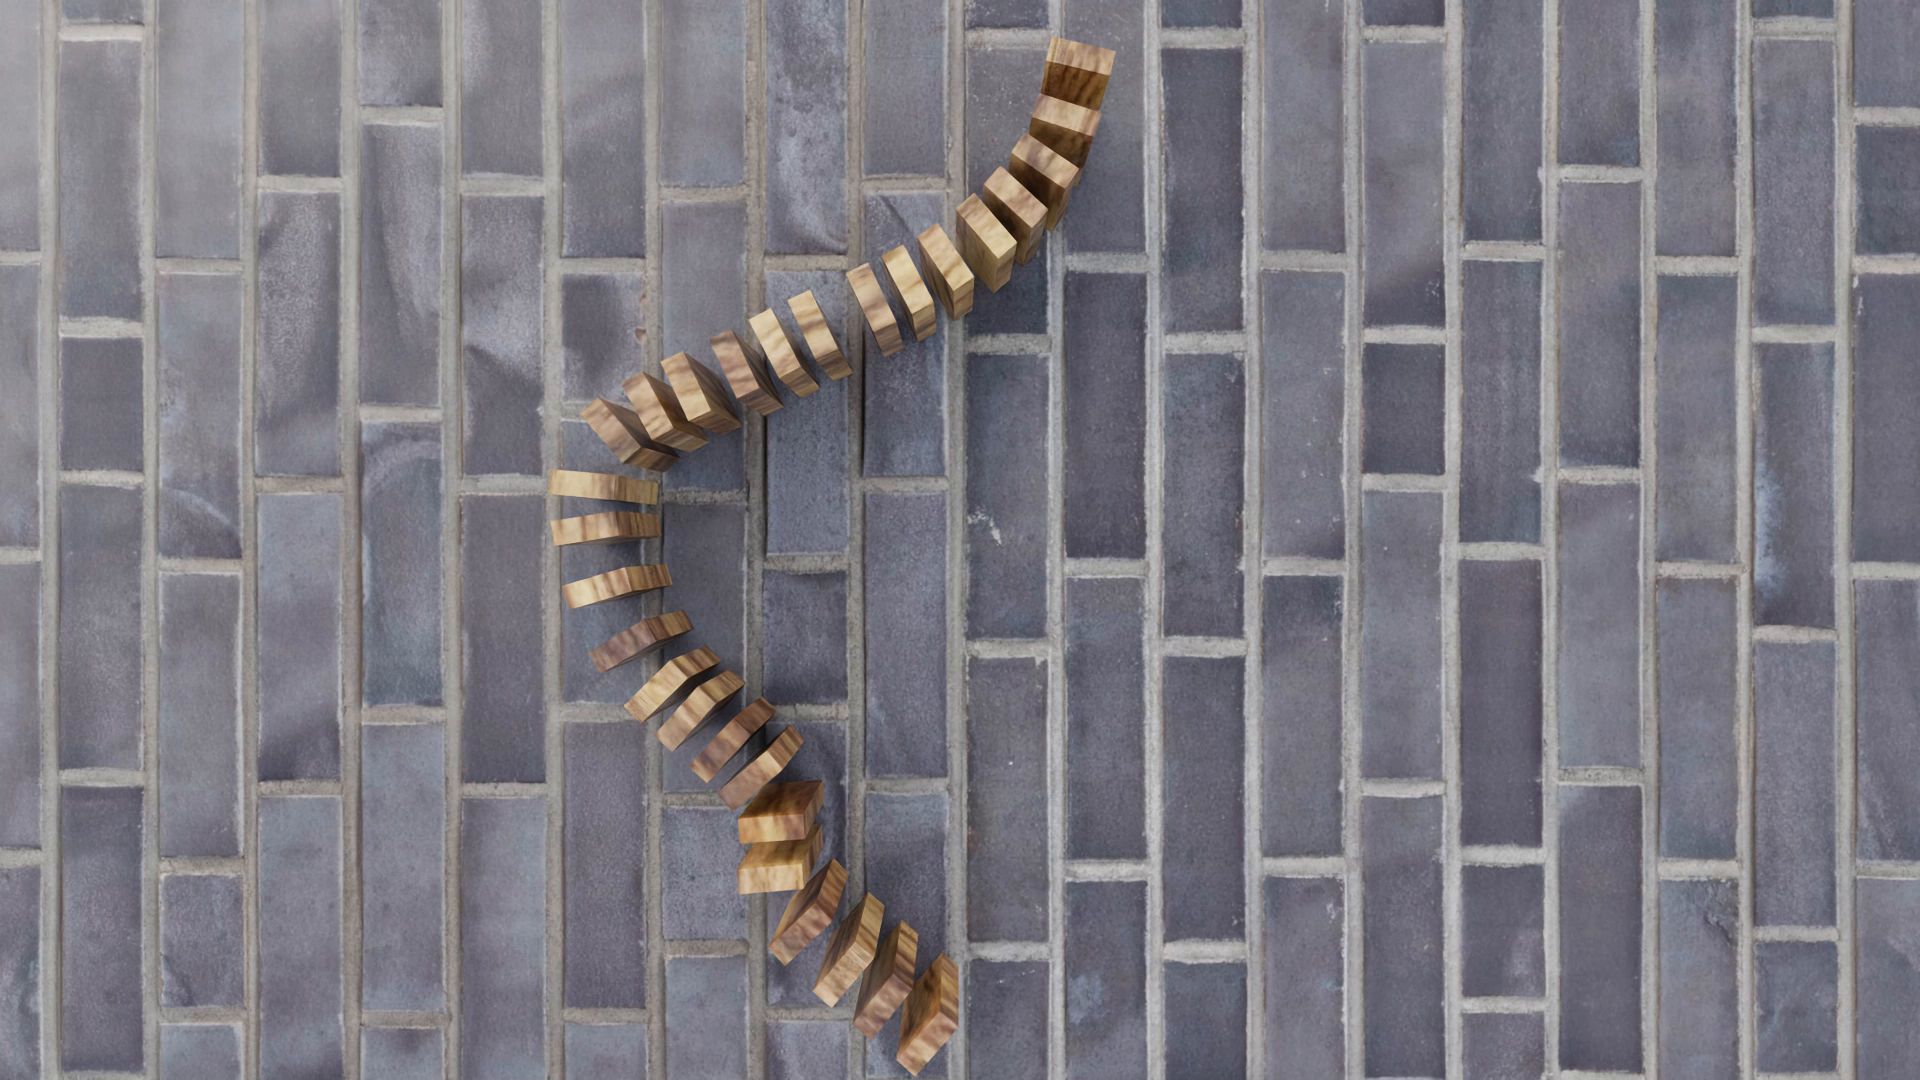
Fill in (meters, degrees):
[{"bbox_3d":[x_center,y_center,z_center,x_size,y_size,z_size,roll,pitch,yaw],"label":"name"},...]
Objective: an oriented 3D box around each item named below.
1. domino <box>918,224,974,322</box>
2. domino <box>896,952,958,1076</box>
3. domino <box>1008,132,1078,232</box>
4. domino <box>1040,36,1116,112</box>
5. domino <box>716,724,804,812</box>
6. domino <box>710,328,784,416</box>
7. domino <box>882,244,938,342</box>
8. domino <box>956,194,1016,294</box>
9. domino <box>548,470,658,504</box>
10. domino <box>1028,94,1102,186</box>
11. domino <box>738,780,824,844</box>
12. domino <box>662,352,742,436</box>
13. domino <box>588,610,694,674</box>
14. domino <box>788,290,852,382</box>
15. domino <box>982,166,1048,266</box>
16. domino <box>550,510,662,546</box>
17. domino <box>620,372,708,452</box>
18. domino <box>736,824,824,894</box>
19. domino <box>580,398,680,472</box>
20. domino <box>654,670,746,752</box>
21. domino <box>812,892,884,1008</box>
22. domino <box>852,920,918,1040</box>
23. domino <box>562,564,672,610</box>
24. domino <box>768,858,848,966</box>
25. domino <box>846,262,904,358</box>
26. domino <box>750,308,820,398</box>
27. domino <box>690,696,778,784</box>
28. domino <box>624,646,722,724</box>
[{"bbox_3d":[-0.005,-0.108,0.375,0.009,0.050,0.025,-34,90,0],"label":"domino"},{"bbox_3d":[-0.012,0.192,0.375,0.010,0.050,0.025,42,90,0],"label":"domino"},{"bbox_3d":[0.033,-0.145,0.375,0.025,0.050,0.009,34,90,0],"label":"domino"},{"bbox_3d":[0.046,-0.185,0.375,0.025,0.050,0.009,13,90,0],"label":"domino"},{"bbox_3d":[-0.080,0.092,0.375,0.025,0.050,0.009,-40,90,0],"label":"domino"},{"bbox_3d":[-0.086,-0.067,0.375,0.010,0.050,0.025,-25,90,0],"label":"domino"},{"bbox_3d":[-0.020,-0.100,0.375,0.009,0.050,0.025,-28,90,0],"label":"domino"},{"bbox_3d":[0.010,-0.120,0.375,0.009,0.050,0.025,-41,90,0],"label":"domino"},{"bbox_3d":[-0.144,-0.021,0.375,0.025,0.050,0.009,5,90,0],"label":"domino"},{"bbox_3d":[0.041,-0.162,0.375,0.025,0.050,0.009,18,90,0],"label":"domino"},{"bbox_3d":[-0.072,0.110,0.375,0.025,0.050,0.010,-4,90,0],"label":"domino"},{"bbox_3d":[-0.105,-0.059,0.375,0.010,0.050,0.025,-25,90,0],"label":"domino"},{"bbox_3d":[-0.129,0.041,0.375,0.025,0.050,0.010,-30,90,0],"label":"domino"},{"bbox_3d":[-0.056,-0.082,0.375,0.010,0.050,0.025,-25,90,0],"label":"domino"},{"bbox_3d":[0.021,-0.131,0.375,0.025,0.050,0.009,43,90,0],"label":"domino"},{"bbox_3d":[-0.143,-0.004,0.375,0.025,0.050,0.009,-9,90,0],"label":"domino"},{"bbox_3d":[-0.120,-0.051,0.375,0.009,0.050,0.025,-29,90,0],"label":"domino"},{"bbox_3d":[-0.072,0.130,0.375,0.025,0.050,0.010,-5,90,0],"label":"domino"},{"bbox_3d":[-0.134,-0.042,0.375,0.009,0.050,0.025,-41,90,0],"label":"domino"},{"bbox_3d":[-0.105,0.069,0.375,0.009,0.050,0.025,42,90,0],"label":"domino"},{"bbox_3d":[-0.045,0.166,0.375,0.010,0.050,0.025,41,90,0],"label":"domino"},{"bbox_3d":[-0.030,0.178,0.375,0.010,0.050,0.025,39,90,0],"label":"domino"},{"bbox_3d":[-0.139,0.019,0.375,0.025,0.050,0.010,-17,90,0],"label":"domino"},{"bbox_3d":[-0.061,0.151,0.375,0.025,0.050,0.009,-43,90,0],"label":"domino"},{"bbox_3d":[-0.034,-0.093,0.375,0.009,0.050,0.025,-25,90,0],"label":"domino"},{"bbox_3d":[-0.071,-0.075,0.375,0.010,0.050,0.025,-27,90,0],"label":"domino"},{"bbox_3d":[-0.092,0.081,0.375,0.010,0.050,0.025,43,90,0],"label":"domino"},{"bbox_3d":[-0.116,0.058,0.375,0.025,0.050,0.009,-44,90,0],"label":"domino"}]
